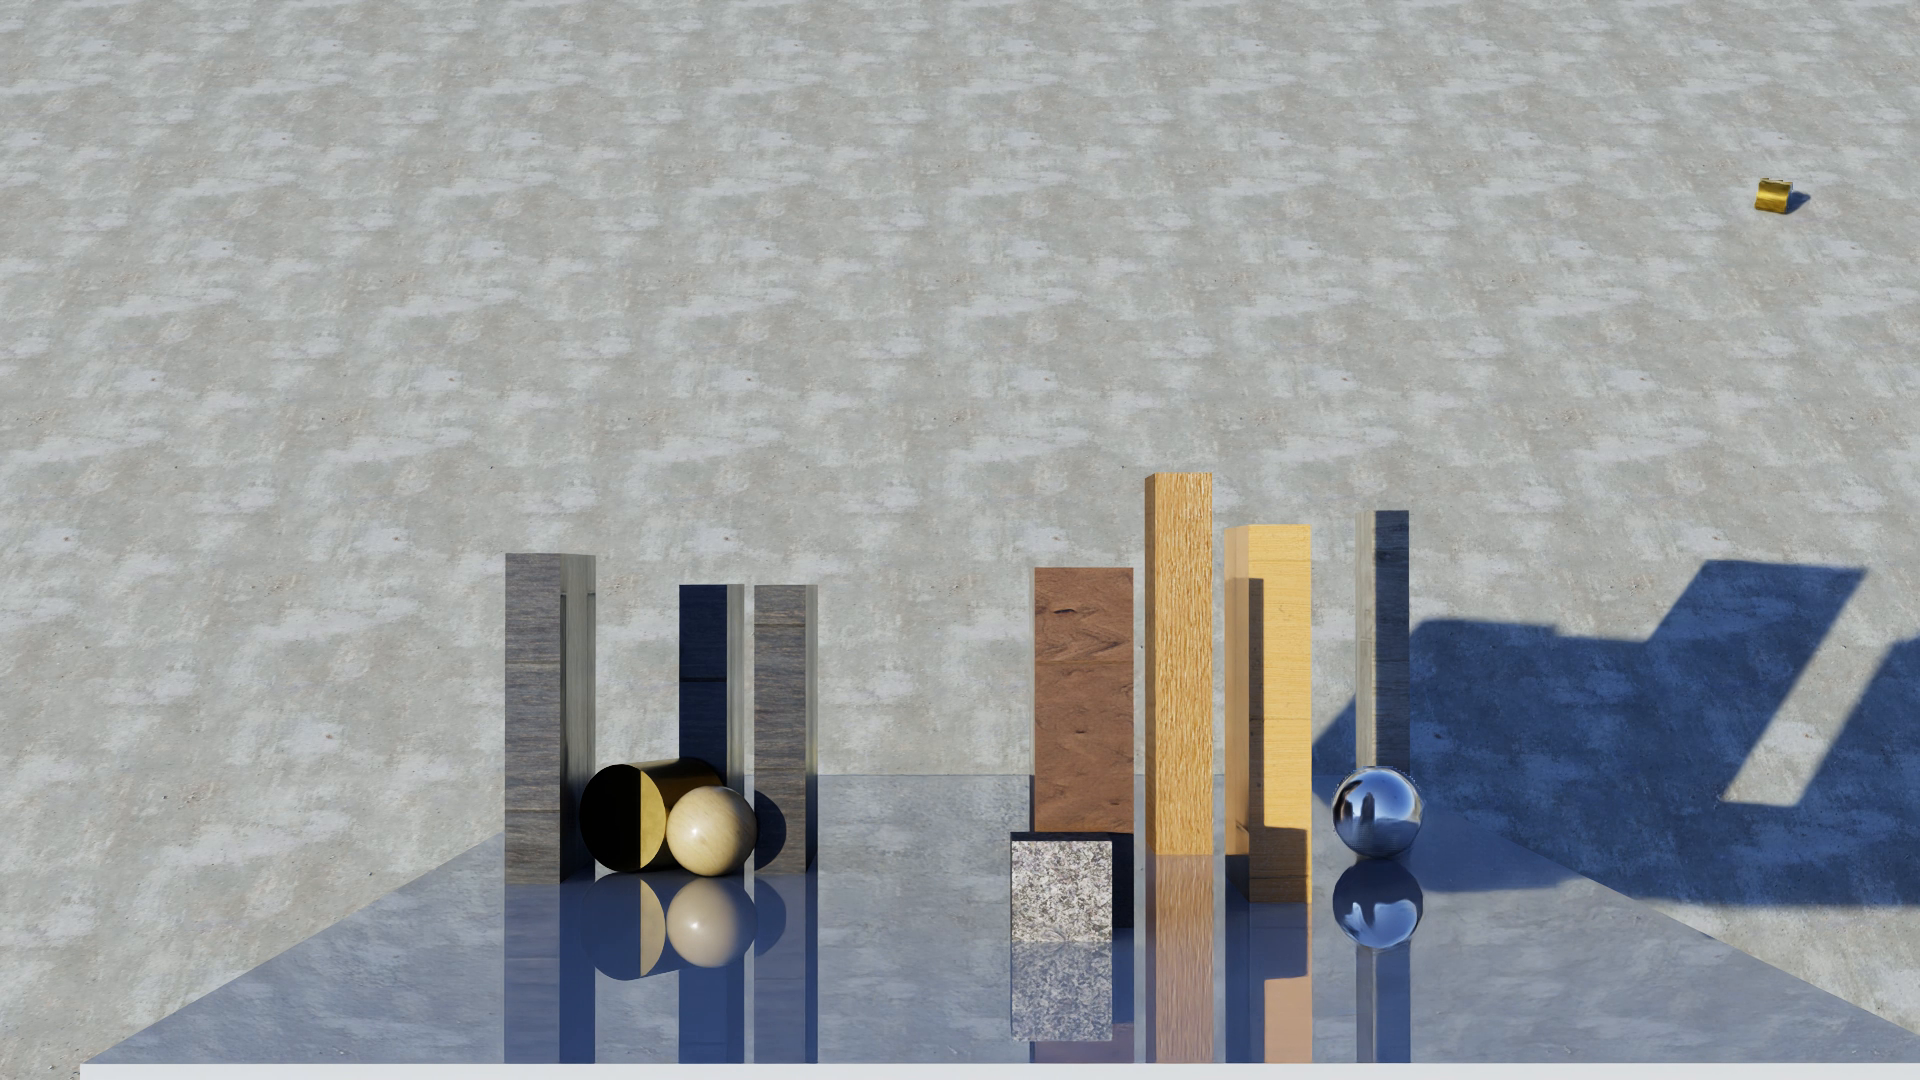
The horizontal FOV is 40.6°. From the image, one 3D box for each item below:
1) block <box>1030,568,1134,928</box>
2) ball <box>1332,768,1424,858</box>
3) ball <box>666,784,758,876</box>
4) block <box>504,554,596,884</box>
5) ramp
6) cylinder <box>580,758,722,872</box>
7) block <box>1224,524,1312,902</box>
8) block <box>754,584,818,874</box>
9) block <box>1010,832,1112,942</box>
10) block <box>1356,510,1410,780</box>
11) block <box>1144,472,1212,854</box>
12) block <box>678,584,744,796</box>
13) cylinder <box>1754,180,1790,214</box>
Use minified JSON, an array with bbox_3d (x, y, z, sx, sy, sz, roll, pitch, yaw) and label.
[{"bbox_3d":[0.182,0.306,3.944,0.145,0.528,0.293,0,-1,0],"label":"block"},{"bbox_3d":[0.764,0.499,4.742,0.165,0.165,0.165,0,32,0],"label":"ball"},{"bbox_3d":[-0.426,0.499,4.453,0.157,0.157,0.157,0,32,0],"label":"ball"},{"bbox_3d":[-0.717,0.302,4.558,0.092,0.554,0.427,0,-1,0],"label":"block"},{"bbox_3d":[0.072,0.632,4.731,2.000,0.100,4.000,0,-1,0],"label":"ramp"},{"bbox_3d":[-0.542,0.486,4.596,0.189,0.189,0.189,20,9,29],"label":"cylinder"},{"bbox_3d":[0.505,0.277,4.277,0.098,0.596,0.371,0,-1,0],"label":"block"},{"bbox_3d":[-0.312,0.331,4.686,0.089,0.500,0.389,0,-1,0],"label":"block"},{"bbox_3d":[0.144,0.496,3.724,0.141,0.141,0.141,0,-1,0],"label":"block"},{"bbox_3d":[0.966,0.267,5.936,0.084,0.664,0.242,0,-1,0],"label":"block"},{"bbox_3d":[0.415,0.231,4.941,0.106,0.707,0.271,0,-1,0],"label":"block"},{"bbox_3d":[-0.465,0.334,4.880,0.087,0.501,0.384,0,-1,0],"label":"block"},{"bbox_3d":[3.070,-1.296,9.793,0.109,0.109,0.109,12,34,18],"label":"cylinder"}]
